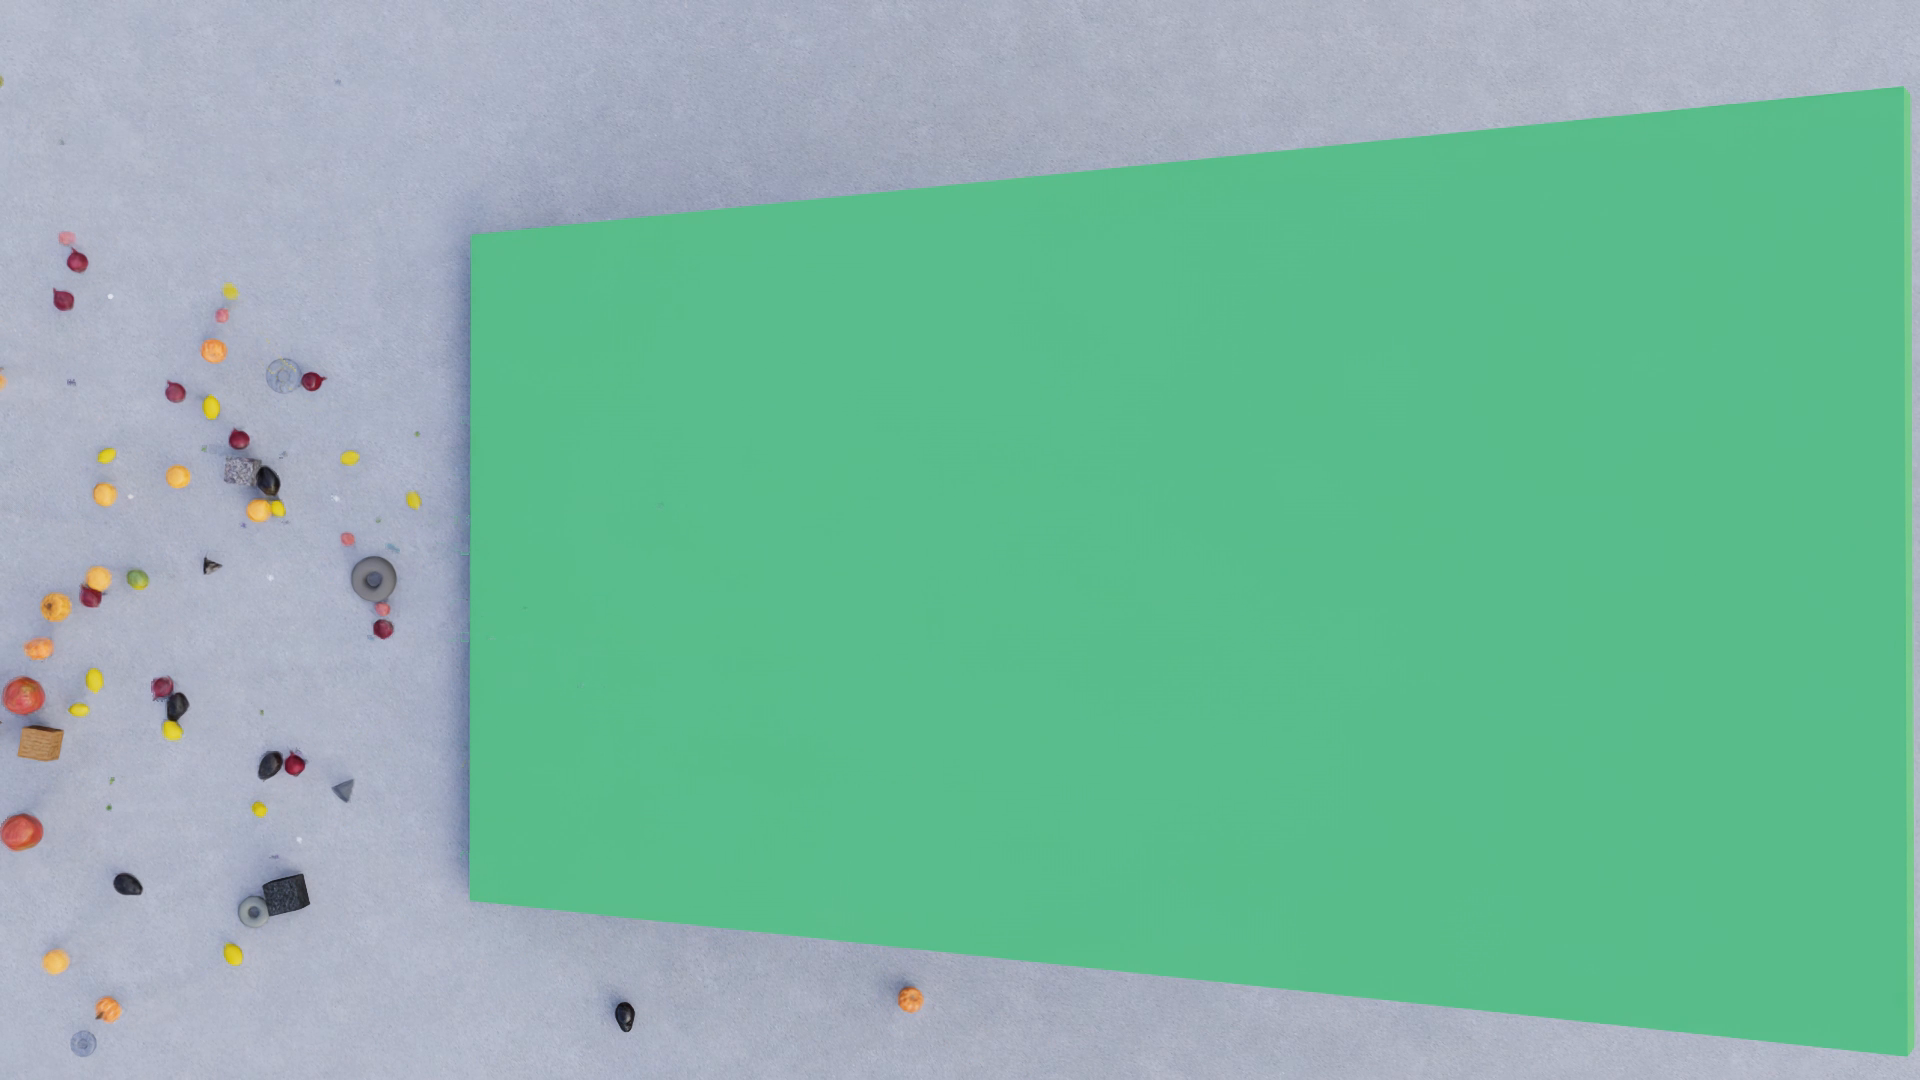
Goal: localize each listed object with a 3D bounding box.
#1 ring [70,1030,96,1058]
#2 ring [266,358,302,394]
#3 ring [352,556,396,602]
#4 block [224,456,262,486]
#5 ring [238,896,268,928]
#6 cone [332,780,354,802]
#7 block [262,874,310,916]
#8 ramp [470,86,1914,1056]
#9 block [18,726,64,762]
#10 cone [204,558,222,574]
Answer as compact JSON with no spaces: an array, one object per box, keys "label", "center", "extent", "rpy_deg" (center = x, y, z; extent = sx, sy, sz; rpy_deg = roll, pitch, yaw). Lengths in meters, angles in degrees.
[{"label":"ring","center":[-2.657,1.528,6.665],"extent":[0.080,0.027,0.080],"rpy_deg":[0,88,1]},{"label":"ring","center":[-2.054,-0.498,6.679],"extent":[0.108,0.036,0.108],"rpy_deg":[0,90,-1]},{"label":"ring","center":[-1.778,0.118,6.668],"extent":[0.139,0.046,0.139],"rpy_deg":[0,90,1]},{"label":"block","center":[-2.170,-0.207,6.653],"extent":[0.082,0.082,0.082],"rpy_deg":[6,89,0]},{"label":"ring","center":[-2.140,1.127,6.666],"extent":[0.097,0.032,0.097],"rpy_deg":[0,88,1]},{"label":"cone","center":[-1.859,0.748,6.671],"extent":[0.067,0.067,0.067],"rpy_deg":[39,63,0]},{"label":"block","center":[-2.032,1.071,6.634],"extent":[0.097,0.097,0.097],"rpy_deg":[-13,89,0]},{"label":"ramp","center":[0.265,0.073,5.611],"extent":[4.000,0.100,2.000],"rpy_deg":[0,89,31]},{"label":"block","center":[-2.776,0.614,6.642],"extent":[0.090,0.090,0.090],"rpy_deg":[10,89,0]},{"label":"cone","center":[-2.266,0.078,6.680],"extent":[0.053,0.053,0.053],"rpy_deg":[-1,89,-27]}]
